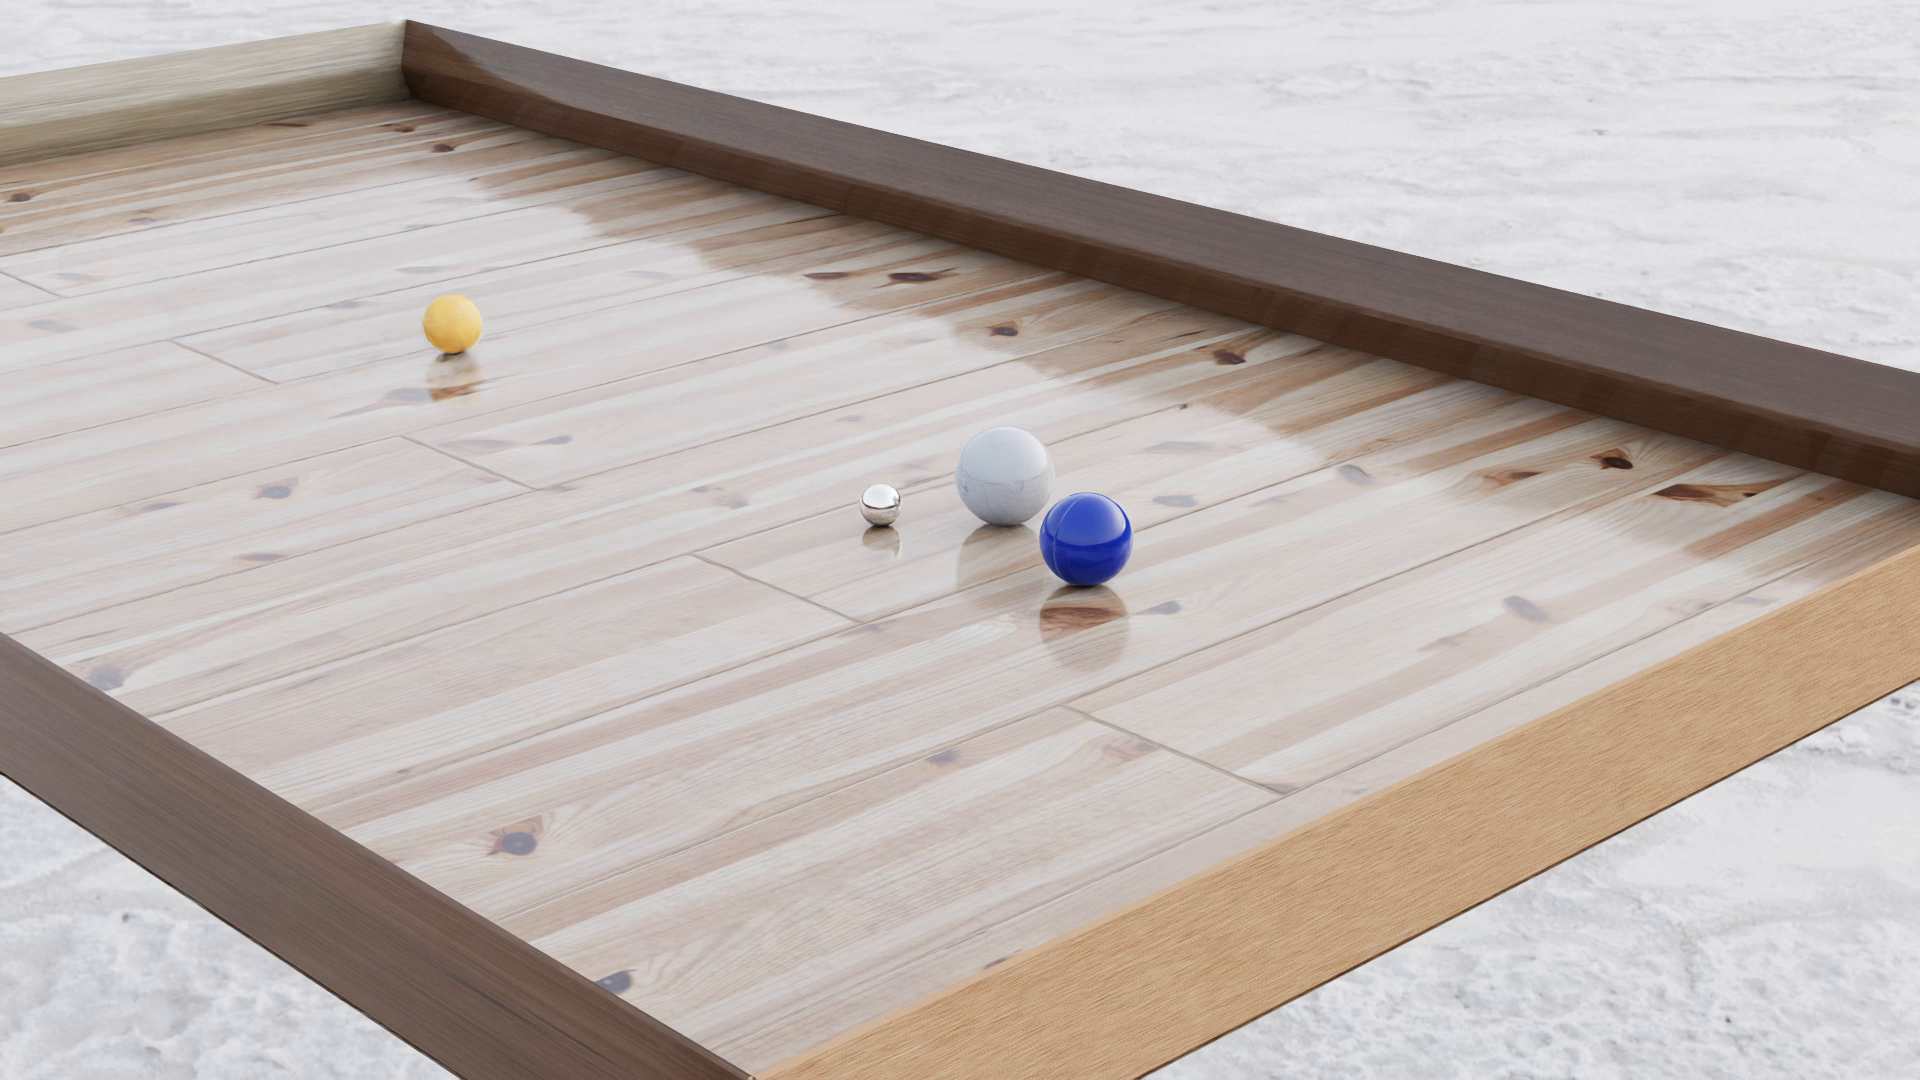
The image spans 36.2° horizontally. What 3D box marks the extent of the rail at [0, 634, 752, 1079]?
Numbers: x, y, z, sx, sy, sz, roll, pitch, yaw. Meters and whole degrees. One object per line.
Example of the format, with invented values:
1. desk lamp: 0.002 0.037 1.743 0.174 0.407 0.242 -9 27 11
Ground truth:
1. rail: -1.116 -0.015 2.704 0.045 0.128 2.969 -18 27 -40

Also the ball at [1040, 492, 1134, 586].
1. ball: 0.117 -0.001 2.725 0.087 0.087 0.087 0 20 0

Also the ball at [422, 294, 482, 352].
1. ball: -0.594 -0.253 3.441 0.068 0.068 0.068 0 20 0

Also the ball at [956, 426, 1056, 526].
1. ball: 0.044 -0.063 2.879 0.098 0.098 0.098 0 20 0

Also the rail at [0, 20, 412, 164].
1. rail: -1.508 -0.579 4.239 1.714 0.128 0.045 -18 27 -40

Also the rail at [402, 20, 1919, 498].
1. rail: 0.100 -0.408 3.775 0.045 0.128 2.969 -18 27 -40

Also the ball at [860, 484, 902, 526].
1. ball: -0.077 -0.034 2.883 0.042 0.042 0.042 0 20 0

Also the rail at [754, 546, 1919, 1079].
1. rail: 0.492 0.155 2.239 1.714 0.128 0.045 -18 27 -40
